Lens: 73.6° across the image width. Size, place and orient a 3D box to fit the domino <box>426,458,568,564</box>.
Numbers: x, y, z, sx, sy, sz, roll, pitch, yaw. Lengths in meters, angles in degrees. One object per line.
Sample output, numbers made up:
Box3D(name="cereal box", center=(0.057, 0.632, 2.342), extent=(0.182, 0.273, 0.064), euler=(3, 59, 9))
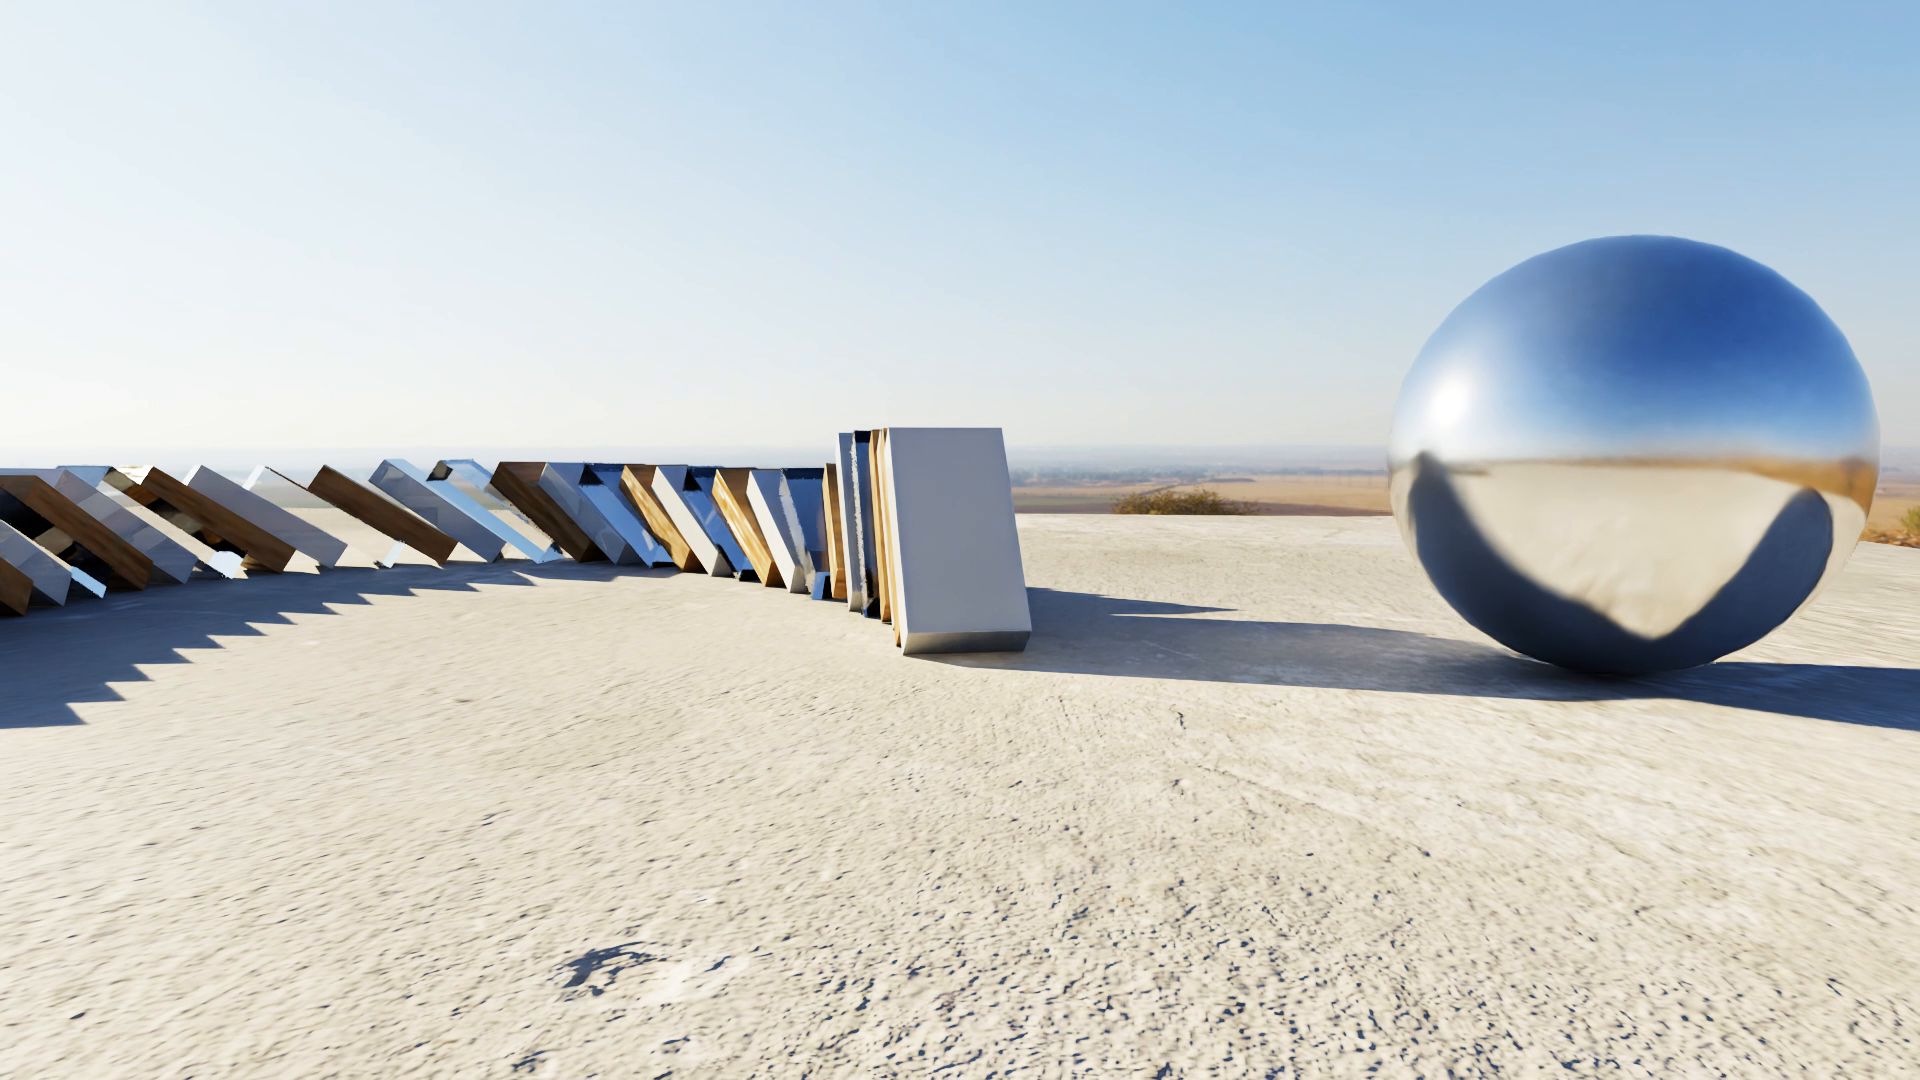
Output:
Box3D(name="domino", center=(-0.167, -0.011, 0.469), extent=(0.050, 0.010, 0.025), euler=(36, 6, 1))

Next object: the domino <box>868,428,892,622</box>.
Box3D(name="domino", center=(-0.008, -0.004, 0.316), extent=(0.025, 0.050, 0.009), euler=(0, -32, -10))

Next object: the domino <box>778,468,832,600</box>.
Box3D(name="domino", center=(-0.035, -0.003, 0.371), extent=(0.025, 0.010, 0.050), euler=(-2, 38, -20))

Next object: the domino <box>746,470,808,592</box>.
Box3D(name="domino", center=(-0.046, -0.004, 0.387), extent=(0.025, 0.010, 0.050), euler=(-2, 36, -26))

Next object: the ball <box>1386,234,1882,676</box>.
Box3D(name="ball", center=(0.121, -0.015, 0.236), extent=(0.080, 0.080, 0.080), euler=(0, 4, 0))

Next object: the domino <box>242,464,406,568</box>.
Box3D(name="domino", center=(-0.218, -0.008, 0.440), extent=(0.050, 0.009, 0.025), euler=(37, -16, -30))

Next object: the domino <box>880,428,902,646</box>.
Box3D(name="domino", center=(-0.003, -0.002, 0.281), extent=(0.025, 0.050, 0.010), euler=(-1, -31, -10))

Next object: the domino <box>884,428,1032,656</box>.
Box3D(name="domino", center=(-0.001, -0.001, 0.270), extent=(0.025, 0.050, 0.009), euler=(-1, -31, -10))

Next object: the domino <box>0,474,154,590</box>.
Box3D(name="domino", center=(-0.251, -0.001, 0.353), extent=(0.025, 0.010, 0.050), euler=(0, -28, 4))

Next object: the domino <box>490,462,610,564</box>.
Box3D(name="domino", center=(-0.146, -0.011, 0.472), extent=(0.050, 0.010, 0.025), euler=(38, 17, 18))

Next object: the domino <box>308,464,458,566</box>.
Box3D(name="domino", center=(-0.203, -0.009, 0.452), extent=(0.050, 0.009, 0.025), euler=(35, -11, -23))

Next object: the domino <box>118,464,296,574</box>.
Box3D(name="domino", center=(-0.243, -0.006, 0.411), extent=(0.025, 0.009, 0.050), euler=(3, -29, 38))

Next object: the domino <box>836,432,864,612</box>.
Box3D(name="domino", center=(-0.018, -0.006, 0.339), extent=(0.025, 0.050, 0.010), euler=(-1, -33, -12))

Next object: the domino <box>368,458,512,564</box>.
Box3D(name="domino", center=(-0.186, -0.011, 0.463), extent=(0.050, 0.009, 0.025), euler=(36, -2, -10))

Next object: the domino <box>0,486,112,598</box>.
Box3D(name="domino", center=(-0.249, 0.001, 0.334), extent=(0.025, 0.009, 0.050), euler=(0, -26, -1))

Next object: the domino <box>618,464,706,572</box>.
Box3D(name="domino", center=(-0.096, -0.008, 0.445), extent=(0.025, 0.010, 0.050), euler=(-4, 39, -43))

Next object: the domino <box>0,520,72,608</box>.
Box3D(name="domino", center=(-0.245, 0.003, 0.314), extent=(0.025, 0.010, 0.050), euler=(0, -25, -5))

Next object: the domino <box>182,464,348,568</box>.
Box3D(name="domino", center=(-0.233, -0.008, 0.429), extent=(0.050, 0.009, 0.025), euler=(37, -18, -31))

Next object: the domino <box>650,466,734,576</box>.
Box3D(name="domino", center=(-0.082, -0.007, 0.432), extent=(0.025, 0.009, 0.050), euler=(-3, 38, -39))

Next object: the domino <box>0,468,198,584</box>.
Box3D(name="domino", center=(-0.252, -0.003, 0.374), extent=(0.025, 0.009, 0.050), euler=(1, -29, 16))

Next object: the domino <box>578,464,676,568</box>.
Box3D(name="domino", center=(-0.111, -0.009, 0.456), extent=(0.050, 0.010, 0.025), euler=(42, 28, 30))

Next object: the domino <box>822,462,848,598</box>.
Box3D(name="domino", center=(-0.024, -0.003, 0.358), extent=(0.025, 0.010, 0.050), euler=(4, 36, -13))

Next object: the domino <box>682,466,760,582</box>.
Box3D(name="domino", center=(-0.069, -0.006, 0.418), extent=(0.025, 0.010, 0.050), euler=(-3, 37, -35))

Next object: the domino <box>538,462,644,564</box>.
Box3D(name="domino", center=(-0.128, -0.010, 0.466), extent=(0.050, 0.009, 0.025), euler=(40, 23, 26))

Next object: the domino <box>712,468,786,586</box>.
Box3D(name="domino", center=(-0.057, -0.005, 0.403), extent=(0.025, 0.010, 0.050), euler=(-3, 37, -32))

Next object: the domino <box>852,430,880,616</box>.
Box3D(name="domino", center=(-0.013, -0.005, 0.327), extent=(0.025, 0.050, 0.010), euler=(-1, -32, -10))

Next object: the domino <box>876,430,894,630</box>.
Box3D(name="domino", center=(-0.005, -0.003, 0.305), extent=(0.025, 0.050, 0.010), euler=(-1, -32, -10))

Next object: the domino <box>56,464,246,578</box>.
Box3D(name="domino", center=(-0.248, -0.005, 0.392), extent=(0.025, 0.009, 0.050), euler=(2, -30, 25))

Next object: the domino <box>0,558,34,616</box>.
Box3D(name="domino", center=(-0.241, 0.004, 0.295), extent=(0.025, 0.009, 0.050), euler=(-1, -25, -7))
